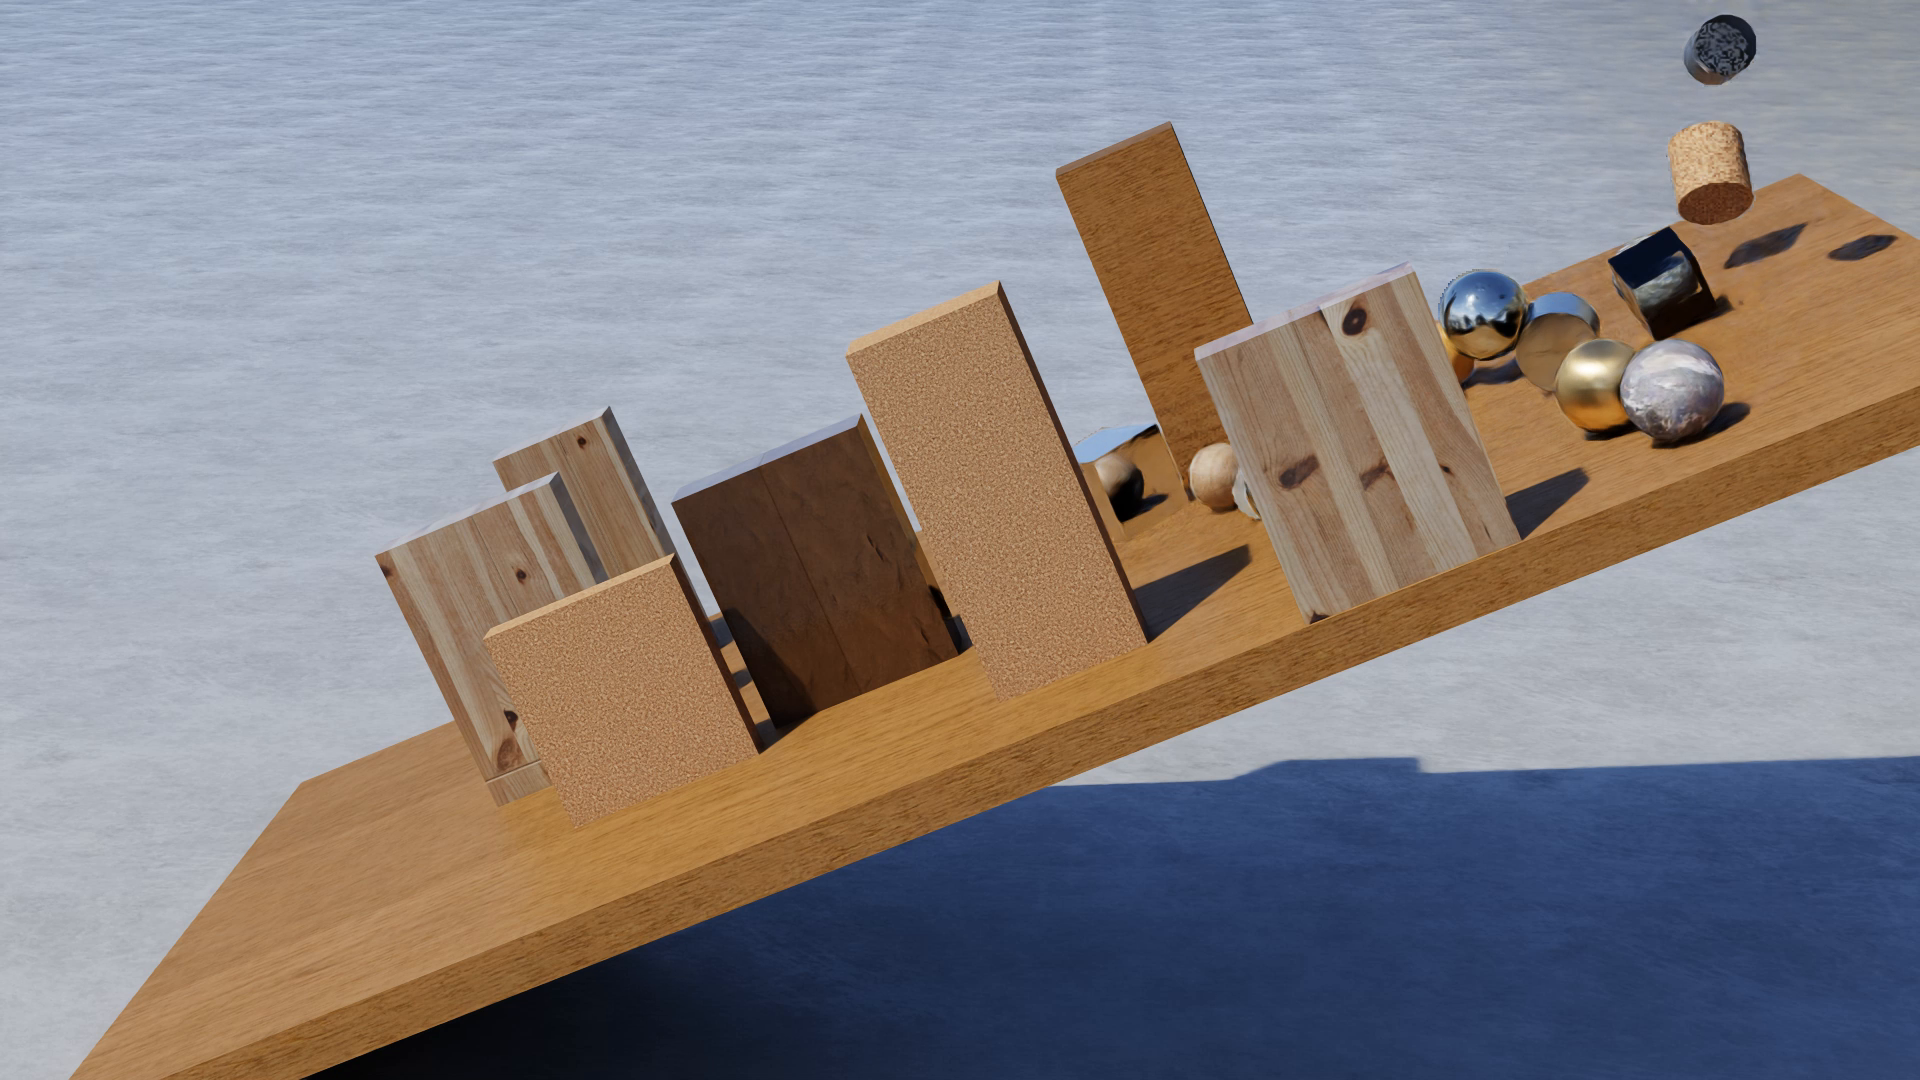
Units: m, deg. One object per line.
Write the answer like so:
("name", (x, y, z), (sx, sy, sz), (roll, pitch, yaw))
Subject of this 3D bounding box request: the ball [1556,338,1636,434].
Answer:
("ball", (1.217, -0.291, 5.563), (0.179, 0.179, 0.179), (0, 15, 0))

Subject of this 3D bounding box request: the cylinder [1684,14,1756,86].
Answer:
("cylinder", (1.500, -0.966, 5.805), (0.117, 0.117, 0.117), (1, -1, 2))

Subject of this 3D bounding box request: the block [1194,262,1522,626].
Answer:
("block", (0.702, -0.169, 5.205), (0.406, 0.520, 0.113), (-22, 13, 8))

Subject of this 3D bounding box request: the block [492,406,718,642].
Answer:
("block", (-0.835, 0.030, 6.958), (0.282, 0.625, 0.119), (-22, 13, 8))

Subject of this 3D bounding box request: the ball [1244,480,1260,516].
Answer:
("ball", (0.653, -0.110, 5.867), (0.169, 0.169, 0.169), (0, 15, 0))

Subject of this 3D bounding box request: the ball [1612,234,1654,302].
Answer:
("ball", (1.478, -0.574, 6.304), (0.160, 0.160, 0.160), (0, 15, 0))

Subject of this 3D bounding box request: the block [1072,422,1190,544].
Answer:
("block", (0.339, -0.120, 6.426), (0.194, 0.194, 0.194), (-31, 14, -31))

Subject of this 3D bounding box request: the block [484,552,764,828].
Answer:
("block", (-0.680, 0.307, 5.963), (0.415, 0.435, 0.080), (-22, 13, 8))

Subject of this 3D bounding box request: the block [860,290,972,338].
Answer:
("block", (-0.007, -0.303, 7.086), (0.306, 0.511, 0.124), (-22, 13, 8))

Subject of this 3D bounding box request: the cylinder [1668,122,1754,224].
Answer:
("cylinder", (1.614, -0.789, 6.325), (0.157, 0.157, 0.157), (-1, -29, -1))

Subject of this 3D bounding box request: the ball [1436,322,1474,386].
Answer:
("ball", (1.042, -0.396, 6.384), (0.151, 0.151, 0.151), (0, 15, 0))

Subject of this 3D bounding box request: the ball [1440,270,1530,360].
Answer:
("ball", (1.116, -0.478, 6.254), (0.191, 0.191, 0.191), (0, 15, 0))

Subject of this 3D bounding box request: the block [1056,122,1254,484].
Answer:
("block", (0.485, -0.527, 6.556), (0.275, 0.750, 0.133), (-22, 13, 8))

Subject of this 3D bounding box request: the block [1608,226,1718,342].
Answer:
("block", (1.450, -0.527, 6.069), (0.143, 0.143, 0.143), (-29, 32, 7))

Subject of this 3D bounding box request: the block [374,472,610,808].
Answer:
("block", (-0.939, 0.218, 6.387), (0.415, 0.616, 0.115), (-22, 13, 8))

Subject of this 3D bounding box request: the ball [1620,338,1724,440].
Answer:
("ball", (1.291, -0.272, 5.333), (0.185, 0.185, 0.185), (0, 15, 0))

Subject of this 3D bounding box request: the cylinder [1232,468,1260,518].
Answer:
("cylinder", (0.625, -0.115, 6.065), (0.114, 0.114, 0.114), (3, 19, 10))

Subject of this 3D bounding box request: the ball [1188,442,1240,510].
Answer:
("ball", (0.552, -0.135, 6.221), (0.141, 0.141, 0.141), (0, 15, 0))

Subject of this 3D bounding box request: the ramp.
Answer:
("ramp", (0.129, 0.171, 6.286), (4.000, 0.100, 2.000), (-22, 13, 8))

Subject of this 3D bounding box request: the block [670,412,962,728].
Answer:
("block", (-0.292, 0.065, 6.056), (0.413, 0.522, 0.131), (-22, 13, 8))

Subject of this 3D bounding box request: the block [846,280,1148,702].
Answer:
("block", (0.074, -0.090, 5.550), (0.305, 0.726, 0.147), (-22, 13, 8))
